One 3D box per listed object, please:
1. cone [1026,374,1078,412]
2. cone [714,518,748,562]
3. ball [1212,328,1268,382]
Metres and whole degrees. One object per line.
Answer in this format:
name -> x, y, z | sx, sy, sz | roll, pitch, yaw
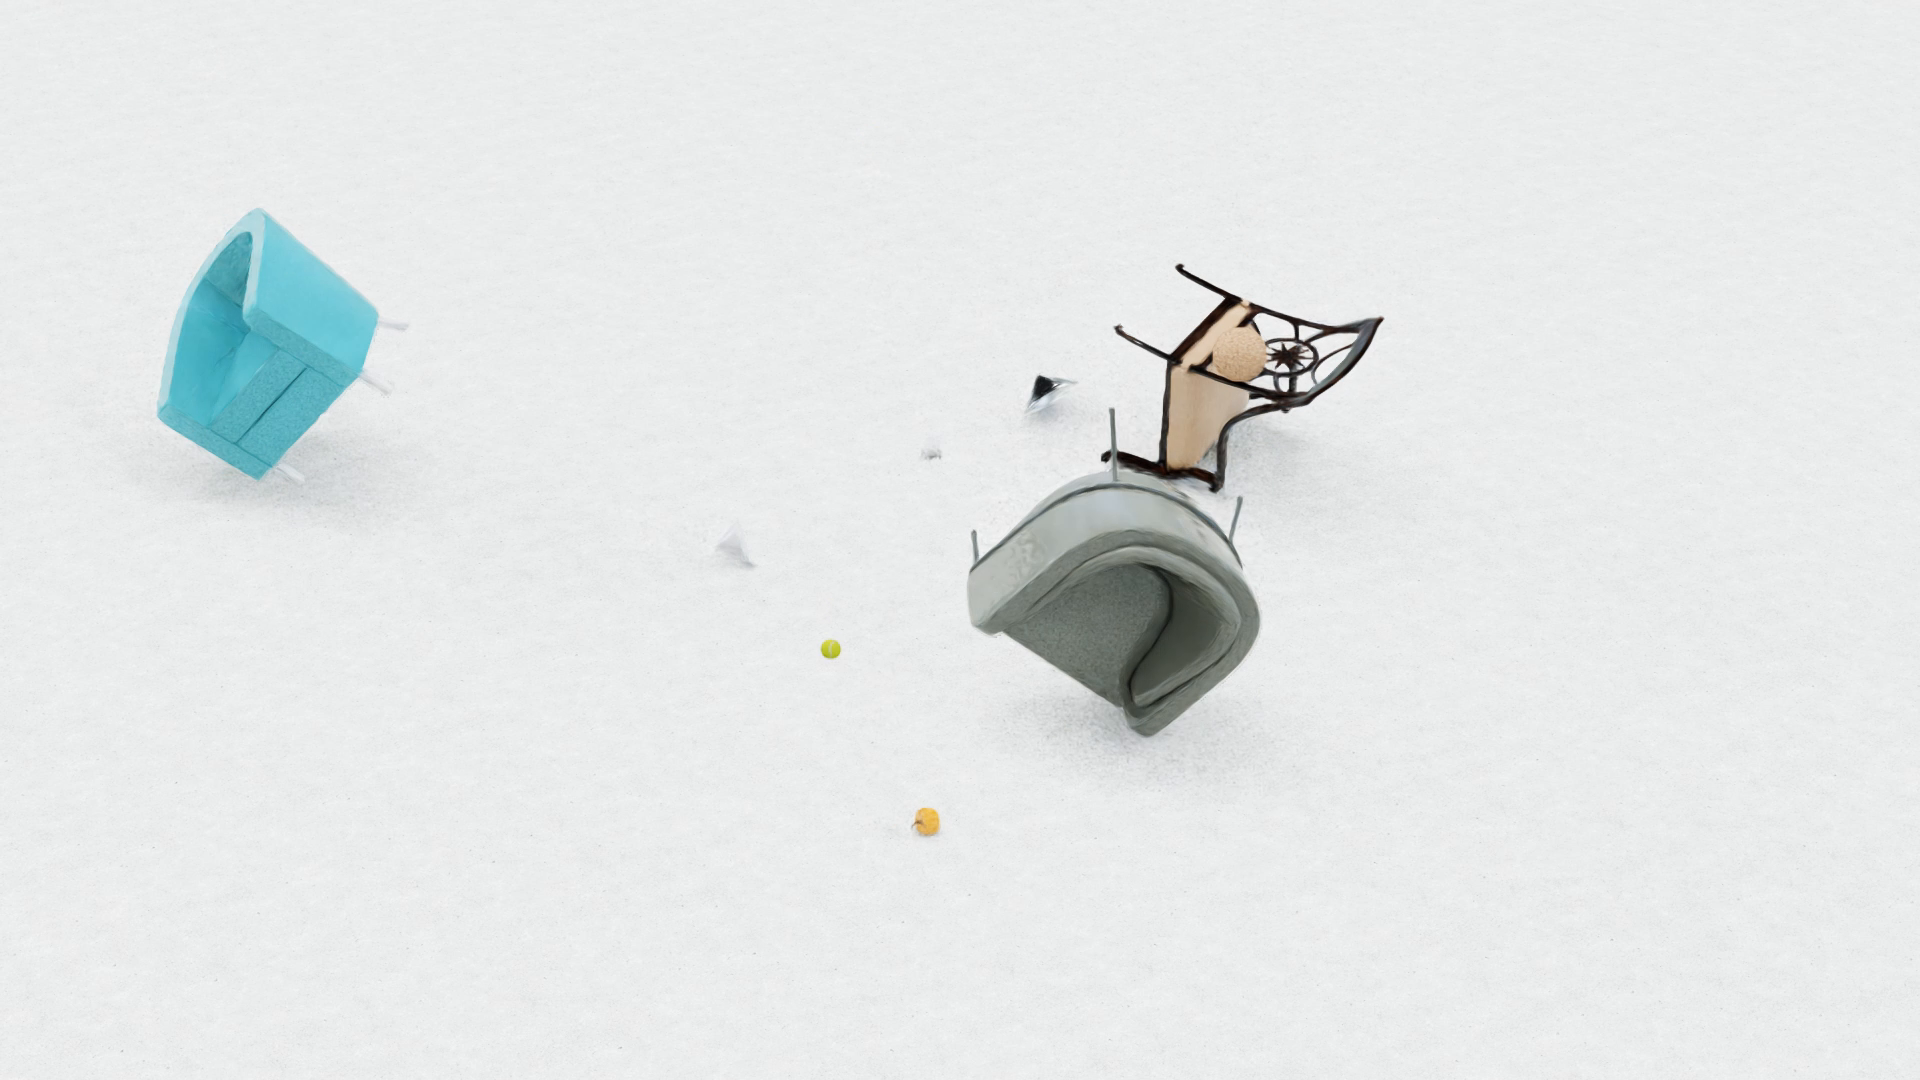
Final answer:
cone -> 0.336, -0.617, 11.680 | 0.282, 0.188, 0.112 | -26, 78, -38
cone -> -0.855, 0.016, 10.786 | 0.107, 0.116, 0.176 | -17, 69, 3
ball -> 1.035, -0.685, 10.836 | 0.204, 0.204, 0.204 | 0, 33, 0
